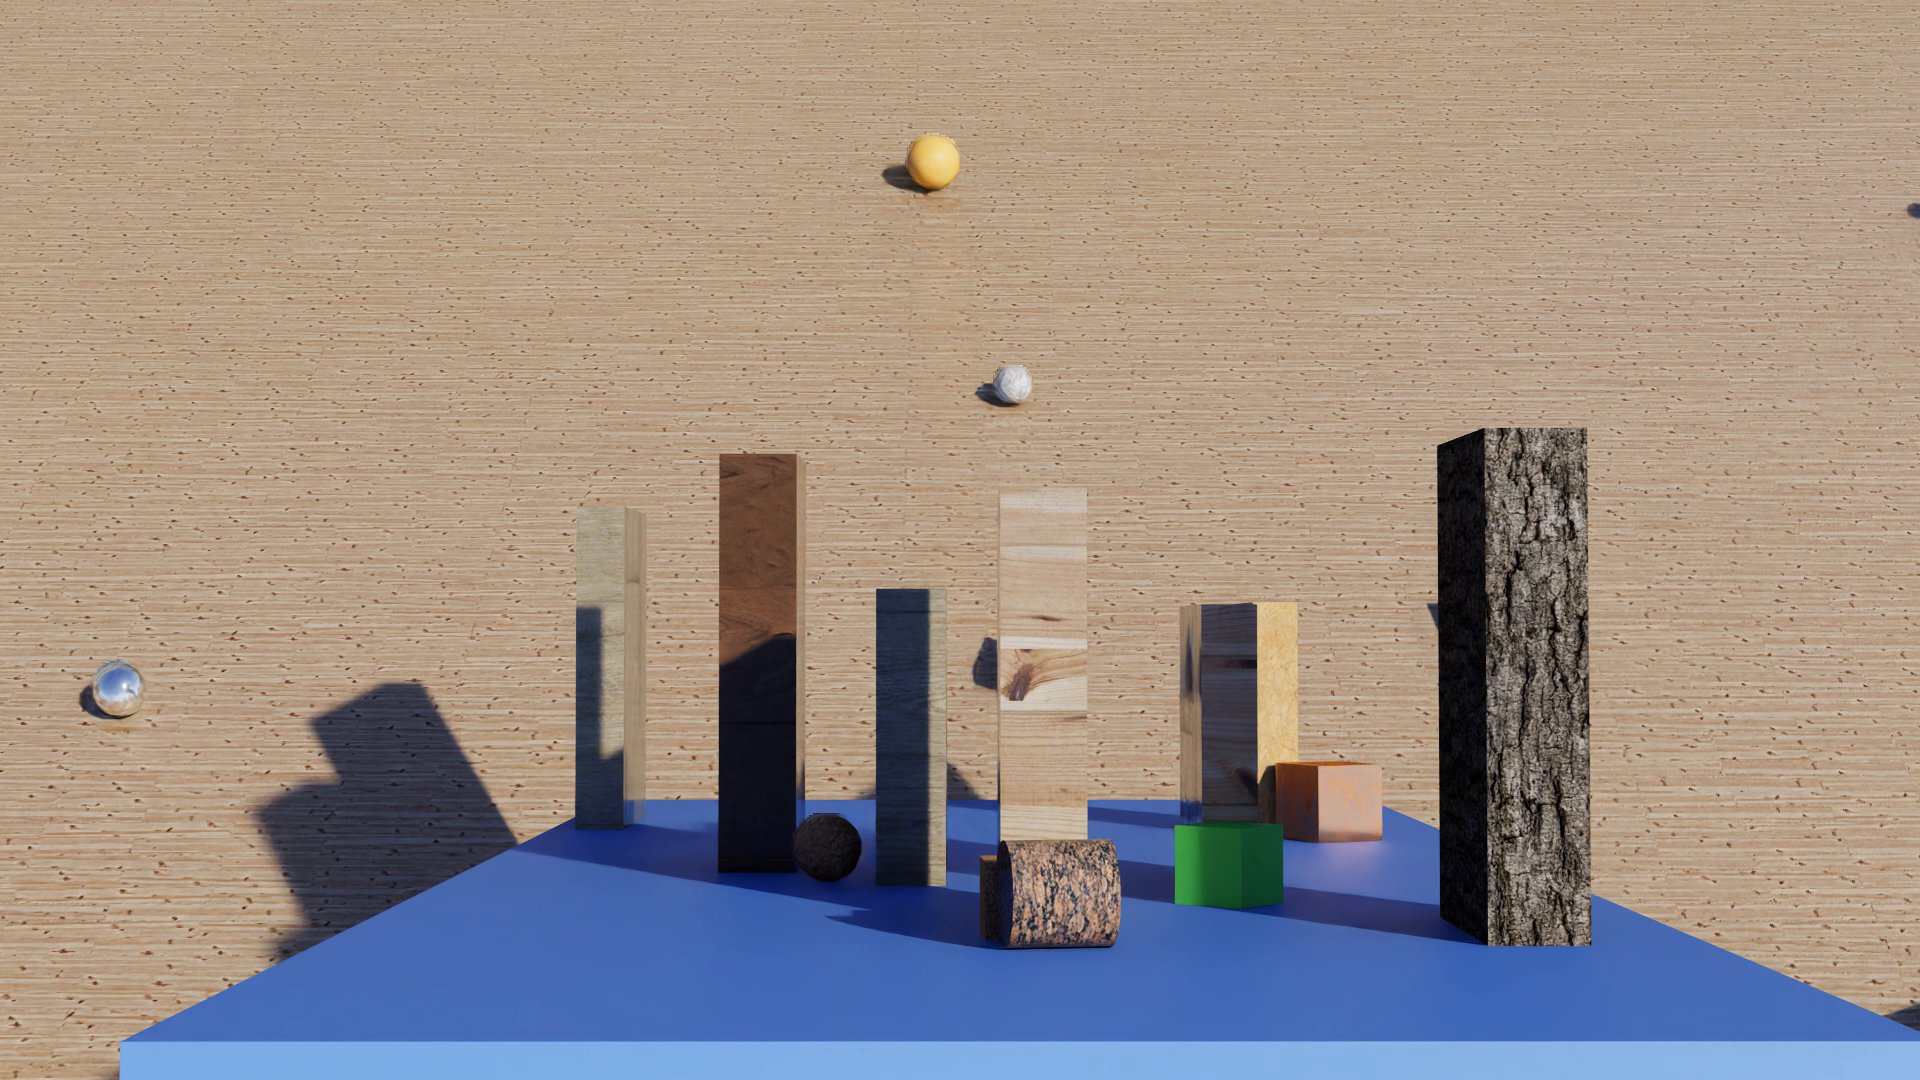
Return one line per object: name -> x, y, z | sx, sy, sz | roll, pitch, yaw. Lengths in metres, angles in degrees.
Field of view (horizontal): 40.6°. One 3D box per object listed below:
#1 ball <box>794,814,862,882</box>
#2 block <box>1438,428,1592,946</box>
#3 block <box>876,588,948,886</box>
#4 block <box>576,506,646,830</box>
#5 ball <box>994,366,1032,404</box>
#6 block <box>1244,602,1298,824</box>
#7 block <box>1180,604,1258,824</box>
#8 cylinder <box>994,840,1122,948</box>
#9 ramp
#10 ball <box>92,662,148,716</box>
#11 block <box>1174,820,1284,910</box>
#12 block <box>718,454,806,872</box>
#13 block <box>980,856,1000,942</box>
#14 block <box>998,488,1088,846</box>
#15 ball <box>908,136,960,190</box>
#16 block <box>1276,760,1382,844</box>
ball -> -0.236, 0.551, 4.645 | 0.120, 0.120, 0.120 | 0, 35, 0
block -> 0.827, 0.215, 3.903 | 0.147, 0.741, 0.371 | 0, -2, 0
block -> -0.086, 0.353, 4.768 | 0.123, 0.523, 0.384 | 0, -2, 0
block -> -0.810, 0.294, 6.048 | 0.108, 0.727, 0.414 | 0, -2, 0
ball -> 0.175, -0.509, 8.563 | 0.125, 0.125, 0.125 | 0, 35, 0
block -> 0.685, 0.395, 5.817 | 0.097, 0.508, 0.359 | 0, -2, 0
block -> 0.455, 0.362, 4.594 | 0.095, 0.493, 0.430 | 0, -2, 0
cylinder -> 0.138, 0.502, 3.692 | 0.153, 0.153, 0.153 | 0, 35, -9
ramp -> 0.078, 0.667, 4.848 | 2.000, 0.100, 4.000 | 0, -2, 0
ball -> -2.338, 0.417, 7.236 | 0.150, 0.150, 0.150 | 0, 35, 0
block -> 0.444, 0.534, 4.282 | 0.129, 0.129, 0.129 | -2, -2, 38
block -> -0.376, 0.232, 4.967 | 0.144, 0.778, 0.286 | 0, -2, 0
block -> 0.090, 0.526, 3.823 | 0.114, 0.114, 0.114 | 0, -2, -4
block -> 0.126, 0.259, 4.057 | 0.130, 0.664, 0.328 | 0, -2, 0
ball -> -0.100, -1.422, 9.787 | 0.199, 0.199, 0.199 | 0, 35, 0
block -> 0.790, 0.560, 5.569 | 0.162, 0.162, 0.162 | 1, -2, -26
